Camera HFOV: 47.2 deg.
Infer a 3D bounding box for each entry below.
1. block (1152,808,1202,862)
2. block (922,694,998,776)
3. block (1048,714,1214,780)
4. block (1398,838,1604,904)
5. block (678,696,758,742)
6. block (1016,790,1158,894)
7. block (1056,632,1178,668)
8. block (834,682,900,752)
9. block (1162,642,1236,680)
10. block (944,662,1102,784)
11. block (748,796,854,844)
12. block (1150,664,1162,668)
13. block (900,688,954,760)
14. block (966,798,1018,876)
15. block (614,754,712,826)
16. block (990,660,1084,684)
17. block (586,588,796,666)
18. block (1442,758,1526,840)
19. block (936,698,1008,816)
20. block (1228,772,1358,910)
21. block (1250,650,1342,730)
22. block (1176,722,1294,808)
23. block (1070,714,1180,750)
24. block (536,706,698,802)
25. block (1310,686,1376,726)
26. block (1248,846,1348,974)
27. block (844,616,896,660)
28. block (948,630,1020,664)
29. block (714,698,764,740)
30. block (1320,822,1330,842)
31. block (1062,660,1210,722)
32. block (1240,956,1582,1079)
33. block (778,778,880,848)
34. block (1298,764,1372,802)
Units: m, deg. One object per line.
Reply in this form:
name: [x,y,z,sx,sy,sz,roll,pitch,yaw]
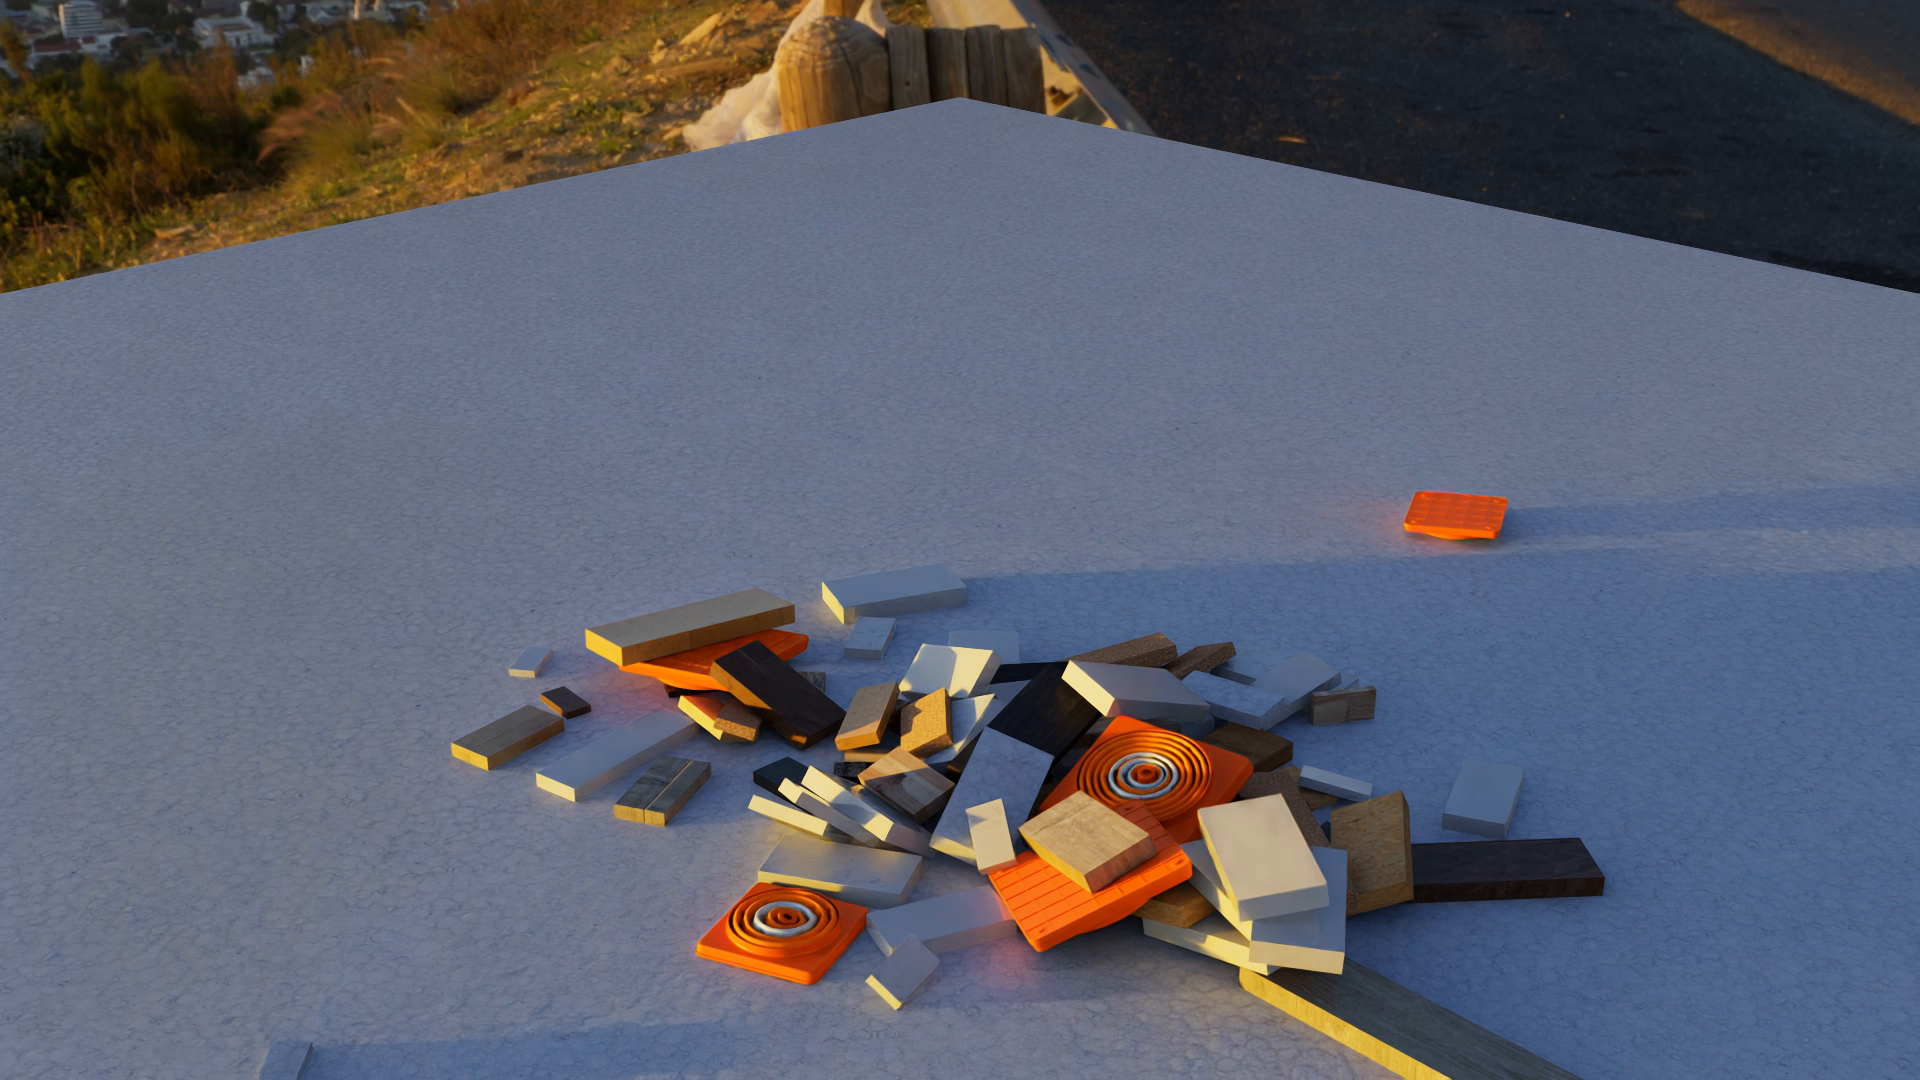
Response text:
block: [0.451,0.593,4.327,0.097,0.028,0.194,17,28,34]
block: [-0.010,0.413,4.626,0.114,0.032,0.229,-13,26,35]
block: [0.343,0.421,4.713,0.396,0.042,0.149,-14,27,-30]
block: [1.000,0.633,4.215,0.428,0.041,0.146,-2,23,-4]
block: [-0.525,0.388,4.771,0.094,0.027,0.187,9,13,-39]
block: [0.234,0.559,4.092,0.146,0.041,0.292,-29,20,-16]
block: [0.339,0.276,4.969,0.285,0.035,0.123,-15,13,-8]
block: [-0.198,0.378,4.748,0.094,0.027,0.232,-12,21,16]
block: [0.510,0.290,4.962,0.223,0.032,0.112,-26,9,-39]
block: [0.139,0.409,4.520,0.152,0.043,0.381,34,46,15]
block: [-0.313,0.555,4.334,0.195,0.028,0.098,14,-14,36]
block: [0.406,0.299,4.961,0.075,0.021,0.150,-18,7,19]
block: [-0.071,0.394,4.658,0.108,0.030,0.215,-27,21,9]
block: [0.061,0.567,4.201,0.073,0.021,0.146,-18,46,5]
block: [-0.608,0.513,4.512,0.110,0.031,0.220,8,24,17]
block: [0.156,0.334,4.836,0.247,0.035,0.123,-2,62,-7]
block: [-0.619,0.198,5.079,0.464,0.045,0.160,-14,22,-36]
block: [1.067,0.525,4.479,0.124,0.035,0.248,9,25,20]
block: [0.058,0.457,4.513,0.108,0.030,0.325,17,43,14]
block: [0.636,0.575,4.249,0.124,0.035,0.538,-2,18,-5]
block: [0.718,0.331,4.850,0.223,0.032,0.112,-29,39,-21]
block: [0.547,0.468,4.604,0.149,0.042,0.299,21,30,40]
block: [0.257,0.400,4.669,0.406,0.032,0.114,-4,23,-10]
block: [-0.722,0.451,4.659,0.110,0.031,0.371,16,28,33]
block: [0.839,0.363,4.814,0.143,0.072,0.020,-5,24,-13]
block: [0.593,0.637,3.842,0.157,0.044,0.314,6,26,8]
block: [-0.211,0.230,5.186,0.089,0.025,0.177,4,23,9]
block: [0.056,0.295,5.007,0.160,0.045,0.320,0,23,-1]
block: [-0.471,0.384,4.733,0.089,0.025,0.177,18,10,0]
block: [0.706,0.603,4.314,0.072,0.020,0.160,19,29,37]
block: [0.375,0.322,4.657,0.304,0.043,0.152,8,23,-43]
block: [0.775,0.843,3.717,0.157,0.044,0.654,-20,30,-39]
block: [-0.254,0.532,4.281,0.195,0.028,0.098,34,-5,-25]
block: [0.769,0.501,4.508,0.146,0.021,0.073,15,16,11]
